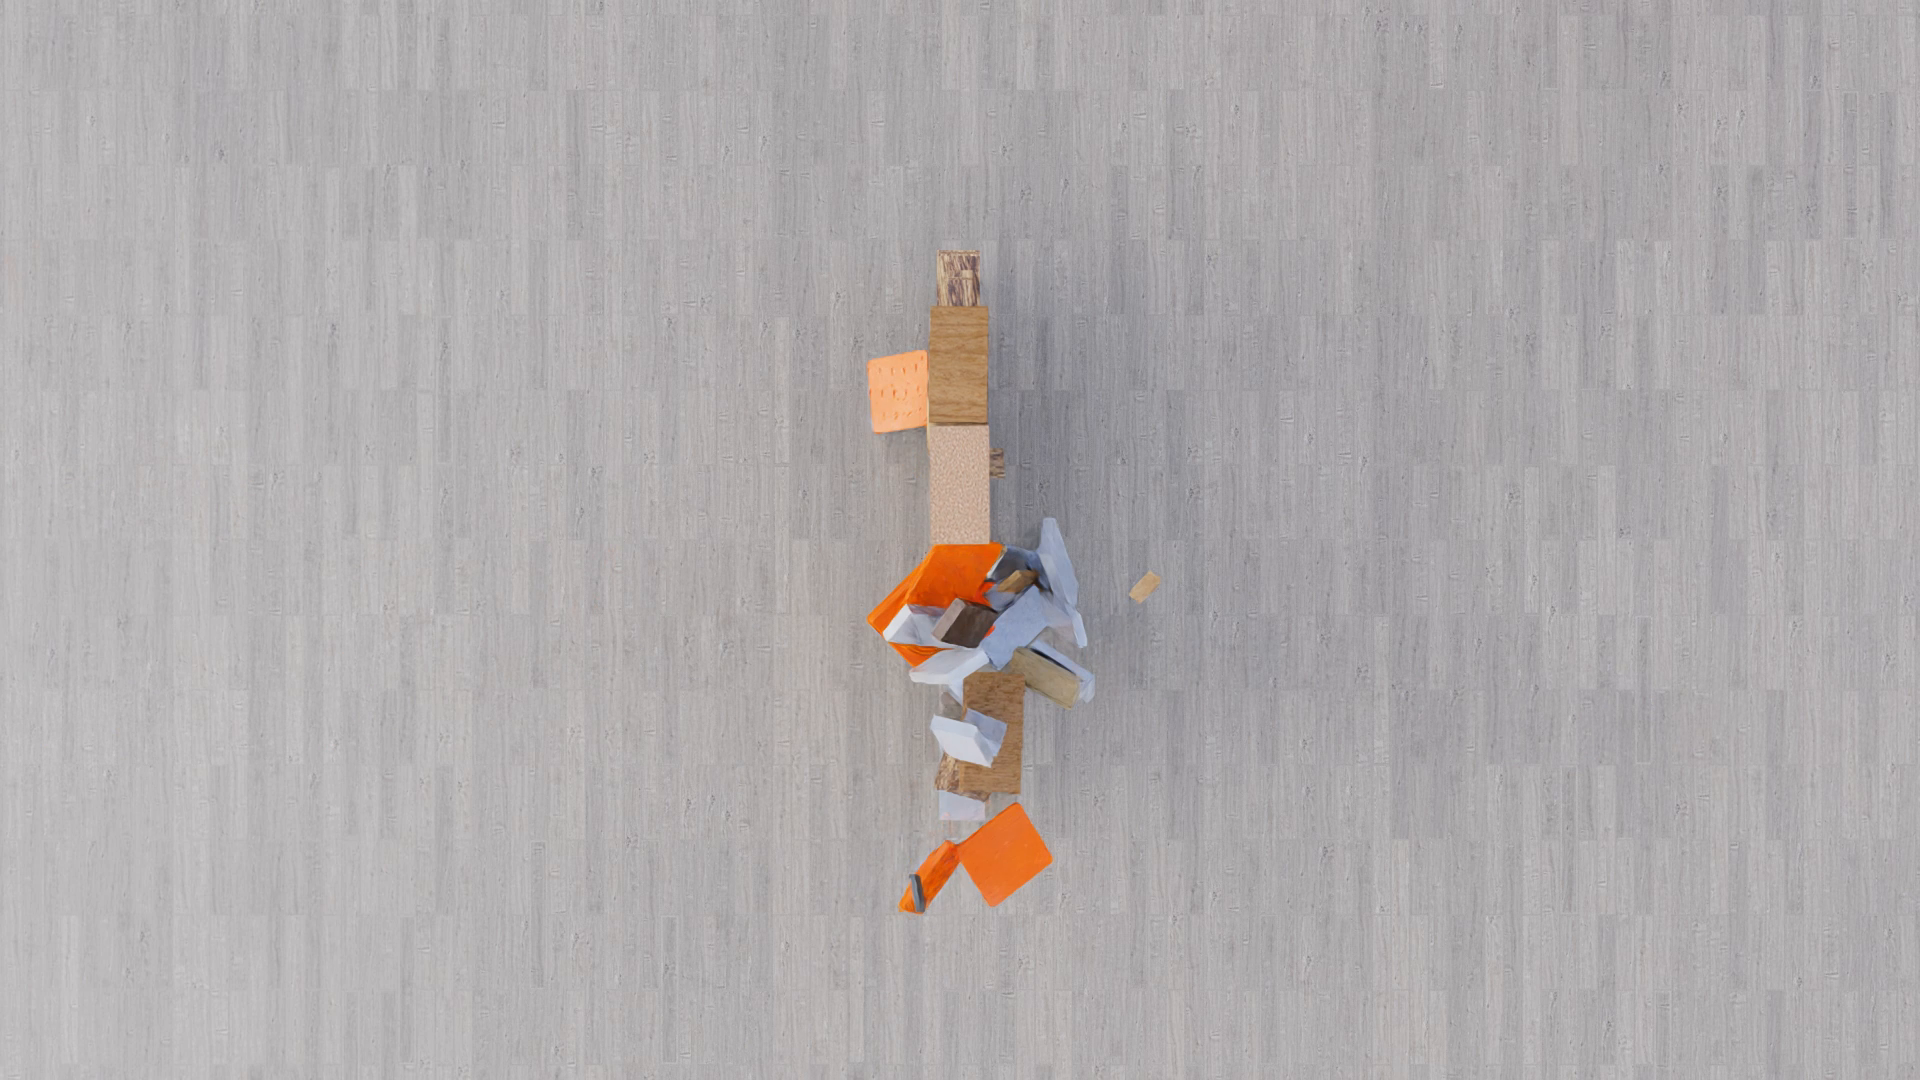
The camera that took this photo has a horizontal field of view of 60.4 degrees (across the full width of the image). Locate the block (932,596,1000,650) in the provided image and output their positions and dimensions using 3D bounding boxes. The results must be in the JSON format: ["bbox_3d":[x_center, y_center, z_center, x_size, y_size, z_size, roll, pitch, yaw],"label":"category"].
[{"bbox_3d":[0.018,0.248,4.878,0.037,0.265,0.132,37,97,24],"label":"block"}]

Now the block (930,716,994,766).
[{"bbox_3d":[0.008,0.542,4.432,0.123,0.246,0.035,13,68,18],"label":"block"}]

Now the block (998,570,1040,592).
[{"bbox_3d":[0.188,0.130,5.258,0.087,0.175,0.025,-39,76,17],"label":"block"}]

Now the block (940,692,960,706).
[{"bbox_3d":[0.027,0.518,5.355,0.134,0.267,0.038,5,82,-10],"label":"block"}]

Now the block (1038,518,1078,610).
[{"bbox_3d":[0.318,0.097,5.289,0.037,0.398,0.132,-1,57,16],"label":"block"}]

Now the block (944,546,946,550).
[{"bbox_3d":[0.002,0.035,5.398,0.101,0.203,0.029,0,88,0],"label":"block"}]

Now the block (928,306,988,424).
[{"bbox_3d":[-0.004,-0.468,4.405,0.154,0.044,0.309,1,90,0],"label":"block"}]

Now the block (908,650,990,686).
[{"bbox_3d":[-0.035,0.354,4.613,0.123,0.403,0.035,-32,96,-16],"label":"block"}]

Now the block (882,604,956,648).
[{"bbox_3d":[-0.089,0.260,4.951,0.132,0.265,0.037,-51,50,30],"label":"block"}]

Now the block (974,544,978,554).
[{"bbox_3d":[0.002,-0.041,5.282,0.101,0.029,0.203,-1,90,0],"label":"block"}]

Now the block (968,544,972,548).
[{"bbox_3d":[0.003,0.001,4.967,0.063,0.127,0.018,-3,73,3],"label":"block"}]

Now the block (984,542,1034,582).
[{"bbox_3d":[0.167,0.080,5.313,0.033,0.233,0.117,37,101,29],"label":"block"}]

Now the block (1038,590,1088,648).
[{"bbox_3d":[0.321,0.246,5.160,0.031,0.222,0.111,-24,117,-17],"label":"block"}]

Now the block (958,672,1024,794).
[{"bbox_3d":[0.094,0.562,4.823,0.172,0.049,0.345,6,79,-16],"label":"block"}]

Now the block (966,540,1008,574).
[{"bbox_3d":[0.079,0.051,4.986,0.063,0.127,0.018,23,46,-27],"label":"block"}]

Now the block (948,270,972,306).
[{"bbox_3d":[0.001,-0.696,4.695,0.070,0.020,0.140,0,90,0],"label":"block"}]

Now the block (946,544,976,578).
[{"bbox_3d":[0.001,0.027,5.046,0.087,0.025,0.175,-1,91,0],"label":"block"}]

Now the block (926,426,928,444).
[{"bbox_3d":[-0.010,-0.305,4.958,0.174,0.347,0.049,1,90,0],"label":"block"}]

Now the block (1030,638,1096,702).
[{"bbox_3d":[0.314,0.398,5.032,0.222,0.111,0.031,32,59,24],"label":"block"}]

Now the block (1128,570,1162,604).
[{"bbox_3d":[0.578,0.148,5.151,0.050,0.014,0.101,42,89,11],"label":"block"}]

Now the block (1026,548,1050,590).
[{"bbox_3d":[0.269,0.097,5.376,0.070,0.020,0.140,-51,134,-15],"label":"block"}]

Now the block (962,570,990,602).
[{"bbox_3d":[0.058,0.186,5.388,0.033,0.117,0.233,50,132,32],"label":"block"}]

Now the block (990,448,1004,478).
[{"bbox_3d":[0.031,-0.240,5.285,0.223,0.027,0.095,-3,90,1],"label":"block"}]

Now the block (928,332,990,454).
[{"bbox_3d":[-0.005,-0.421,4.760,0.174,0.049,0.347,1,90,0],"label":"block"}]

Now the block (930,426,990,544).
[{"bbox_3d":[0.000,-0.145,4.396,0.158,0.045,0.315,0,89,0],"label":"block"}]

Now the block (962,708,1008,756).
[{"bbox_3d":[0.063,0.540,4.655,0.123,0.246,0.035,22,98,3],"label":"block"}]

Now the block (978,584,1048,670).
[{"bbox_3d":[0.174,0.278,5.284,0.267,0.038,0.134,-41,108,-17],"label":"block"}]

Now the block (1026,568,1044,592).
[{"bbox_3d":[0.251,0.131,5.429,0.070,0.140,0.020,-35,54,-28],"label":"block"}]

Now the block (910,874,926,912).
[{"bbox_3d":[-0.112,0.940,4.395,0.014,0.050,0.101,-13,78,12],"label":"block"}]

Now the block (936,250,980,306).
[{"bbox_3d":[-0.005,-0.725,4.862,0.126,0.036,0.252,0,90,0],"label":"block"}]

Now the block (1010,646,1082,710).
[{"bbox_3d":[0.257,0.417,4.985,0.222,0.031,0.111,27,130,21],"label":"block"}]

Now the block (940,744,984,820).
[{"bbox_3d":[0.008,0.737,5.196,0.141,0.040,0.283,1,90,-1],"label":"block"}]

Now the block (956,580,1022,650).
[{"bbox_3d":[0.098,0.260,5.386,0.134,0.038,0.267,26,115,-17],"label":"block"}]

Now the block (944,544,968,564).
[{"bbox_3d":[-0.011,0.020,4.918,0.063,0.127,0.018,4,45,-3],"label":"block"}]

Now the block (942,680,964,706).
[{"bbox_3d":[0.024,0.482,5.034,0.049,0.362,0.172,-43,94,-6],"label":"block"}]

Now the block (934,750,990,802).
[{"bbox_3d":[0.031,0.688,5.018,0.172,0.345,0.049,16,57,-1],"label":"block"}]
